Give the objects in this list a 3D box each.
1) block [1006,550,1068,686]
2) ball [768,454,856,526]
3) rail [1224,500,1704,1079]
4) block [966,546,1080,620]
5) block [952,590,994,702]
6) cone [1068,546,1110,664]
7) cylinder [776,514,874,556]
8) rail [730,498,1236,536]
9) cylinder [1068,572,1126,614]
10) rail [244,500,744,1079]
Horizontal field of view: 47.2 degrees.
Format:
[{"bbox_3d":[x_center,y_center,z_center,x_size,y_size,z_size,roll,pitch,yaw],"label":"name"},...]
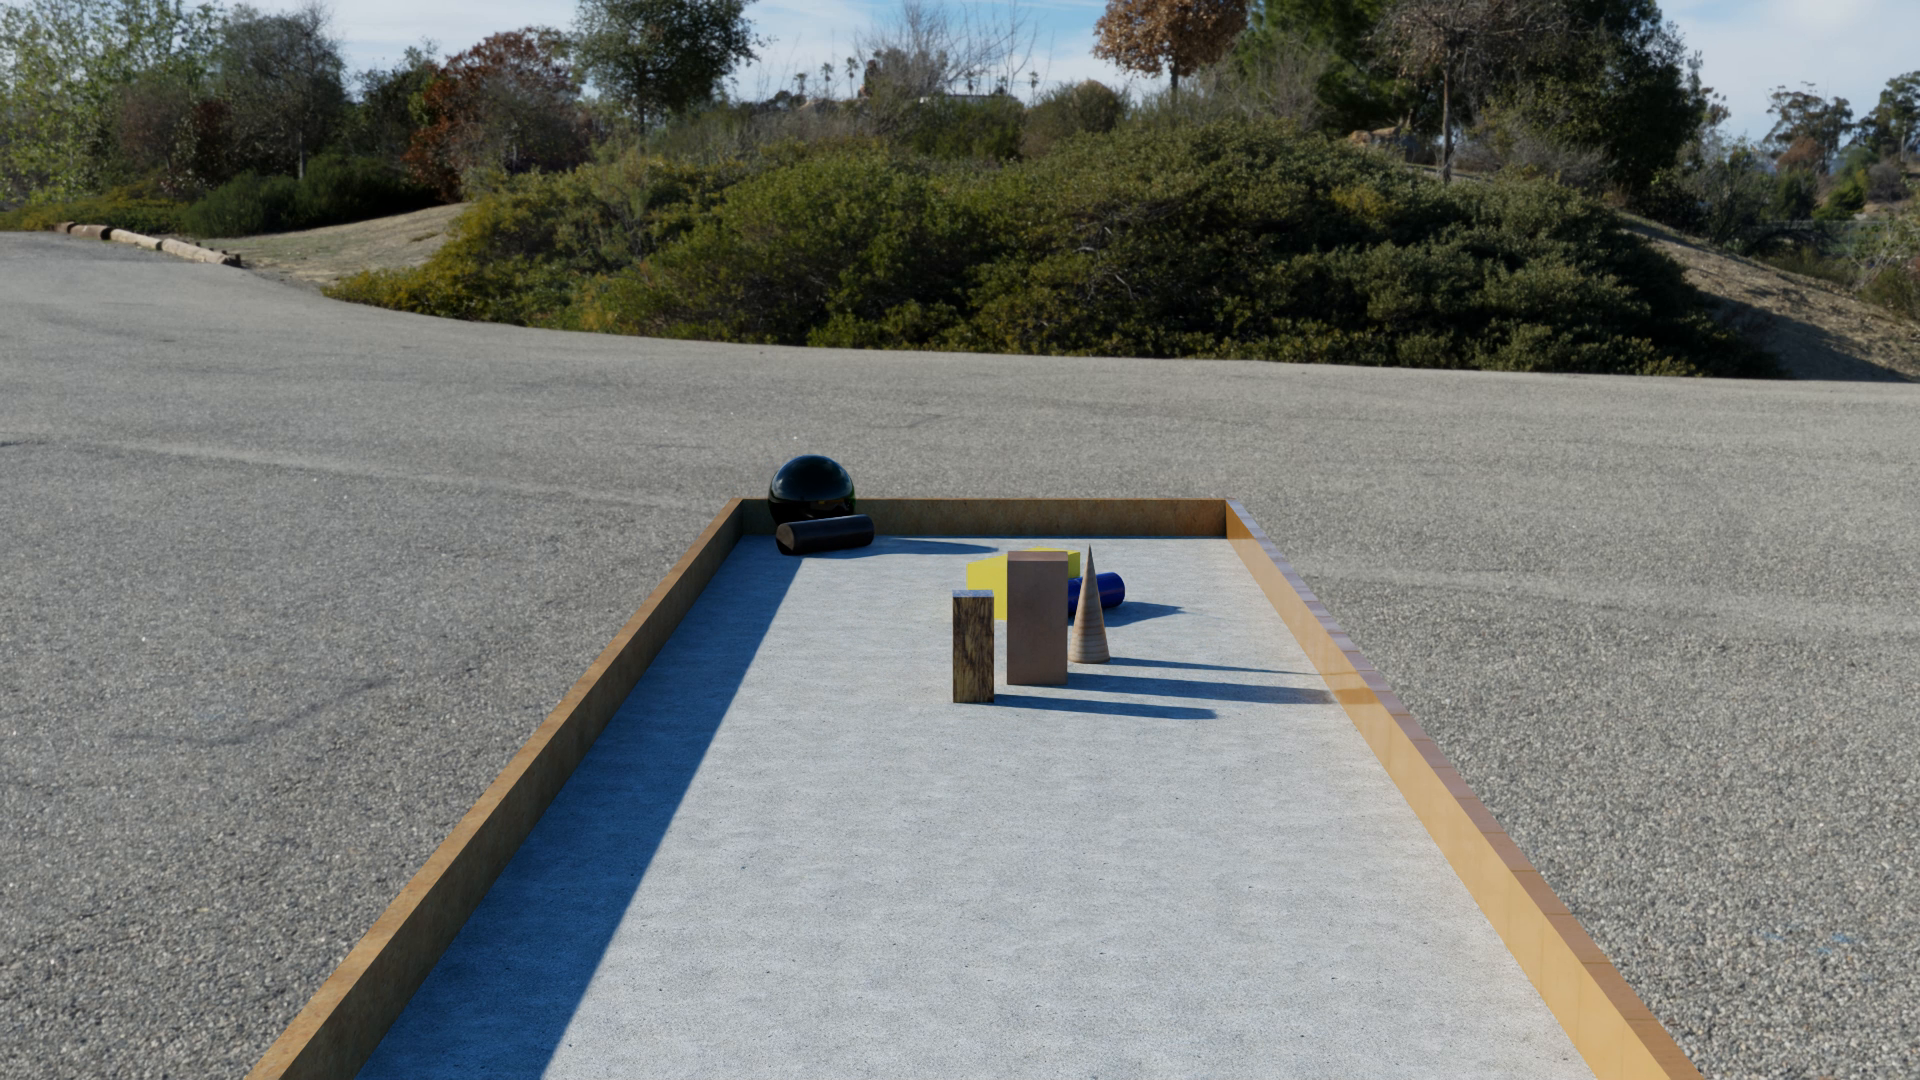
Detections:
[{"bbox_3d":[0.226,0.226,6.419,0.176,0.364,0.176,0,9,2],"label":"block"},{"bbox_3d":[-0.603,-0.170,8.941,0.357,0.357,0.357,0,9,0],"label":"ball"},{"bbox_3d":[1.046,0.843,3.208,0.050,0.150,12.000,0,9,1],"label":"rail"},{"bbox_3d":[0.220,0.146,7.524,0.176,0.176,0.432,6,11,35],"label":"block"},{"bbox_3d":[0.036,0.297,6.174,0.114,0.300,0.114,0,9,-2],"label":"block"},{"bbox_3d":[0.393,0.184,6.681,0.132,0.365,0.132,0,9,0],"label":"cone"},{"bbox_3d":[-0.534,-0.022,8.745,0.389,0.126,0.126,-7,11,-38],"label":"cylinder"},{"bbox_3d":[0.099,-0.098,9.147,2.100,0.150,0.050,0,9,1],"label":"rail"},{"bbox_3d":[0.377,0.190,7.423,0.396,0.120,0.120,-8,12,-41],"label":"cylinder"},{"bbox_3d":[-1.004,0.839,3.234,0.050,0.150,12.000,0,9,1],"label":"rail"}]
